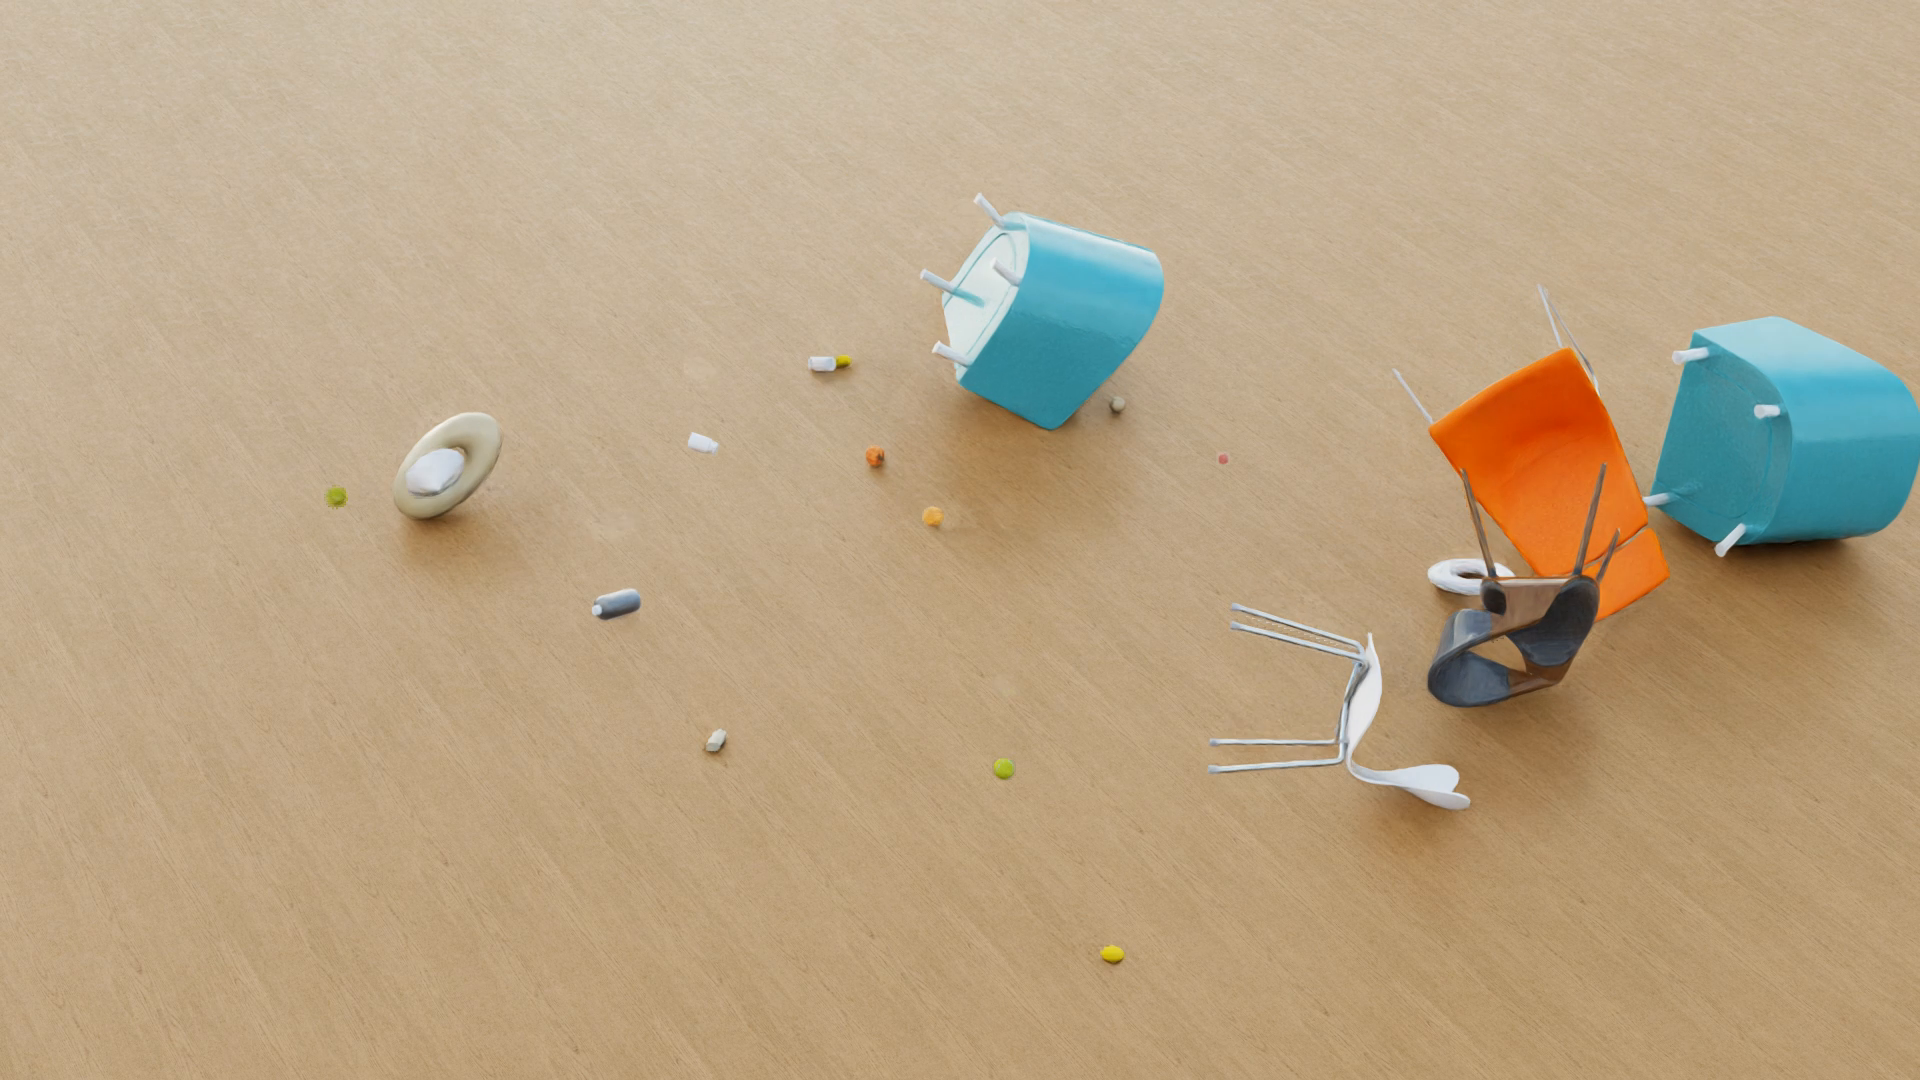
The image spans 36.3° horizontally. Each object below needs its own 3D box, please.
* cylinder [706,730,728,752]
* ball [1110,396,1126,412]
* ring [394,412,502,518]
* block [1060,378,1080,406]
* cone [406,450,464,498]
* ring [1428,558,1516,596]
[{"bbox_3d":[-0.821,0.676,9.879,0.059,0.037,0.071,-17,24,29],"label":"cylinder"},{"bbox_3d":[0.628,-0.540,11.705,0.064,0.064,0.064,0,33,0],"label":"ball"},{"bbox_3d":[-1.929,-0.281,11.047,0.497,0.284,0.158,-45,16,-5],"label":"ring"},{"bbox_3d":[0.440,-0.595,11.755,0.066,0.102,0.038,-11,36,-16],"label":"block"},{"bbox_3d":[-1.927,-0.214,10.802,0.238,0.158,0.234,-32,22,-2],"label":"cone"},{"bbox_3d":[1.861,0.133,10.662,0.322,0.045,0.315,-5,22,-14],"label":"ring"}]
